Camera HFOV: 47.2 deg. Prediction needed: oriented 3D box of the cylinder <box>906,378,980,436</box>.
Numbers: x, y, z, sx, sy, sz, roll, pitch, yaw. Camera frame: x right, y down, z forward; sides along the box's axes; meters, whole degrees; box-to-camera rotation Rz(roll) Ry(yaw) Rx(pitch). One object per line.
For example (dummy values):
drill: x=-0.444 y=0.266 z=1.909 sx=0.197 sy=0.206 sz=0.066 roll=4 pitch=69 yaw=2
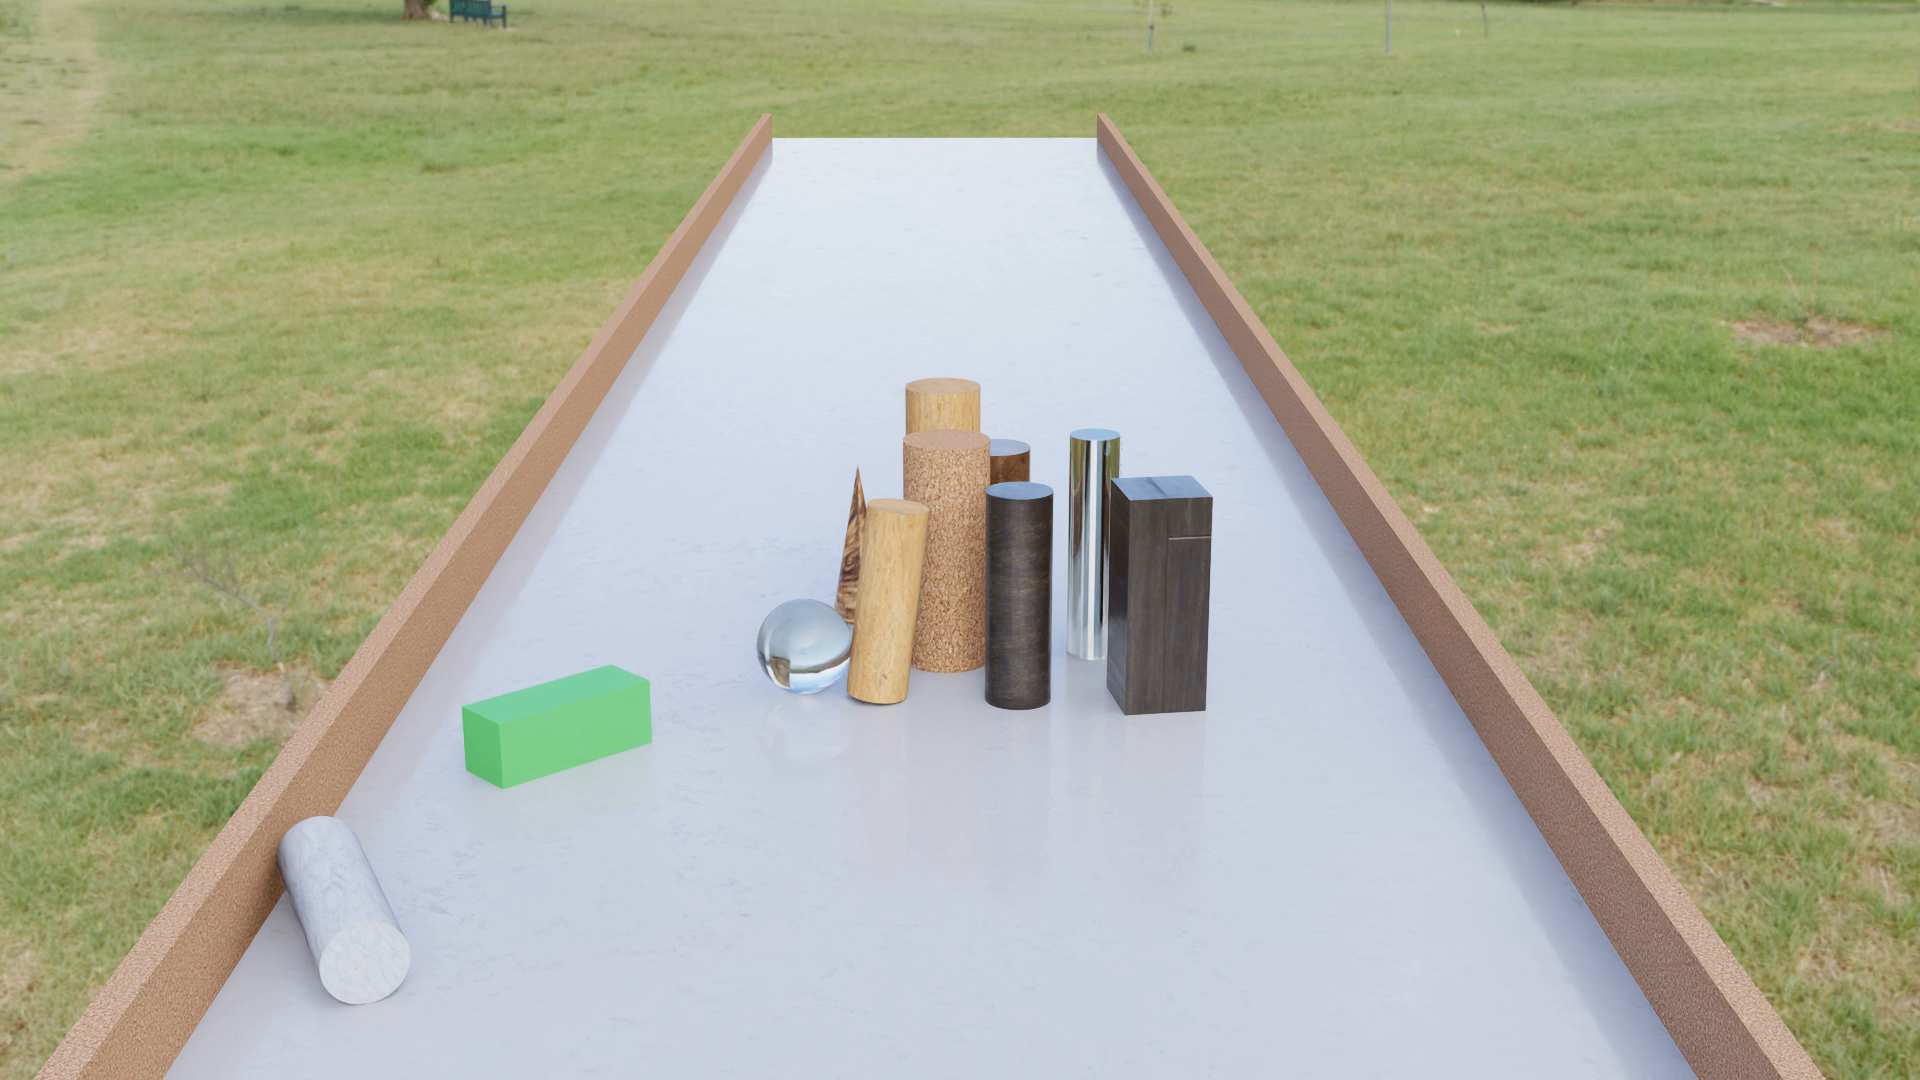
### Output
cylinder: x=-0.038 y=-0.128 z=4.889 sx=0.166 sy=0.439 sz=0.166 roll=0 pitch=17 yaw=0

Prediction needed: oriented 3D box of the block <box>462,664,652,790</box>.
block: x=-0.714 y=0.329 z=3.911 sx=0.314 sy=0.120 sz=0.120 roll=-15 pitch=22 yaw=-41

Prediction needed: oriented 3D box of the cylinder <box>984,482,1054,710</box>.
cylinder: x=0.111 y=0.106 z=4.148 sx=0.127 sy=0.412 sz=0.127 roll=0 pitch=17 yaw=0

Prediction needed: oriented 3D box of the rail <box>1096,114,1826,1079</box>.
rail: x=0.932 y=-0.844 z=7.801 sx=0.050 sy=0.150 sz=12.000 roll=0 pitch=17 yaw=-1

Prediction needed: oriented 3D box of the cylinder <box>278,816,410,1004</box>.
cylinder: x=-0.905 y=0.534 z=3.213 sx=0.124 sy=0.124 sz=0.395 roll=-7 pitch=18 yaw=-24

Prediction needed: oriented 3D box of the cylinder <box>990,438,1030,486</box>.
cylinder: x=0.074 y=-0.016 z=4.631 sx=0.148 sy=0.370 sz=0.148 roll=0 pitch=17 yaw=0

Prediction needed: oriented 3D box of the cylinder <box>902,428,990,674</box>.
cylinder: x=-0.026 y=0.021 z=4.359 sx=0.171 sy=0.454 sz=0.171 roll=0 pitch=17 yaw=0

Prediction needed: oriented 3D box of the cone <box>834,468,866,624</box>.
cone: x=-0.213 y=0.001 z=4.633 sx=0.117 sy=0.336 sz=0.117 roll=0 pitch=17 yaw=0

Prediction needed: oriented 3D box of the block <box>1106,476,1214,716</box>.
block: x=0.374 y=0.103 z=4.146 sx=0.156 sy=0.419 sz=0.156 roll=-3 pitch=17 yaw=-9

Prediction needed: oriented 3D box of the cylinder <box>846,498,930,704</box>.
cylinder: x=-0.138 y=0.115 z=4.169 sx=0.117 sy=0.371 sz=0.117 roll=7 pitch=15 yaw=-2

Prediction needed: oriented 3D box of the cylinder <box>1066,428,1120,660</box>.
cylinder: x=0.266 y=0.009 z=4.400 sx=0.100 sy=0.454 sz=0.100 roll=0 pitch=17 yaw=0

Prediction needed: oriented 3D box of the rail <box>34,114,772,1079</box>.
rail: x=-1.118 y=-0.838 z=7.780 sx=0.050 sy=0.150 sz=12.000 roll=0 pitch=17 yaw=-1

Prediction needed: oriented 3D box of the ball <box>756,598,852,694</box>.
ball: x=-0.299 y=0.204 z=4.218 sx=0.184 sy=0.184 sz=0.184 roll=0 pitch=17 yaw=0
